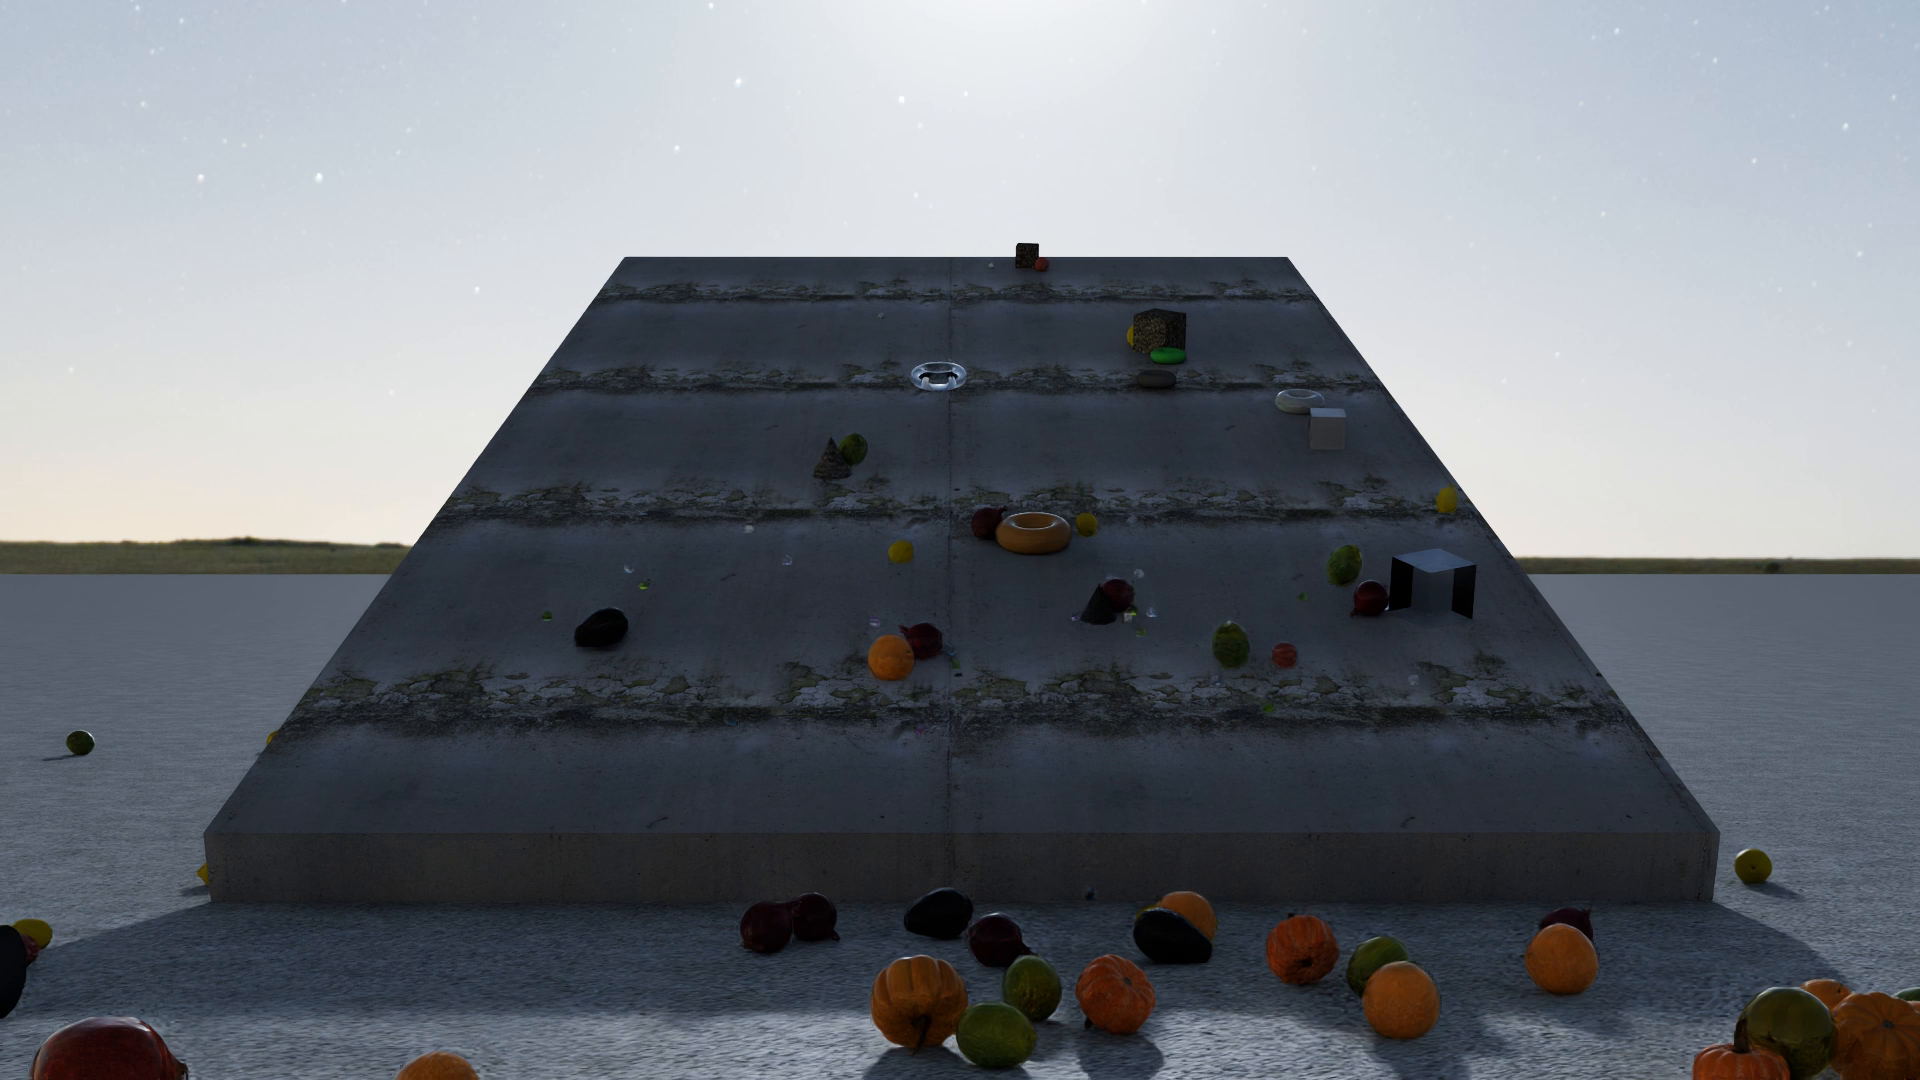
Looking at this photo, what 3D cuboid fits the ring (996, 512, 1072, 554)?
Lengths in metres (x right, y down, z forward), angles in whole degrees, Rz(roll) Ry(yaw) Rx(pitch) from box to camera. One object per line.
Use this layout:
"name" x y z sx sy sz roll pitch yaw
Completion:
"ring" 0.135 -0.012 4.095 0.142 0.047 0.142 -1 19 0

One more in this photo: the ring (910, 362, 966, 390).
"ring" -0.050 -0.382 5.231 0.134 0.045 0.134 -1 19 0

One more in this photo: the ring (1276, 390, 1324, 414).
"ring" 0.764 -0.310 5.027 0.111 0.037 0.111 1 19 0

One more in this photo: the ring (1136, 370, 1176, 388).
"ring" 0.460 -0.376 5.237 0.093 0.031 0.093 0 17 0

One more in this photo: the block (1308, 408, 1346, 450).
"block" 0.778 -0.236 4.742 0.071 0.071 0.071 2 18 5

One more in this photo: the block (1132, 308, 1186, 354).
"block" 0.496 -0.516 5.564 0.094 0.094 0.094 14 22 36

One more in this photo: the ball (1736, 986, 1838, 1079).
"ball" 0.697 0.417 1.885 0.080 0.080 0.080 0 -1 0

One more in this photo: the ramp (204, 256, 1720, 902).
"ramp" -0.004 -0.187 4.866 2.000 0.100 4.000 0 18 0

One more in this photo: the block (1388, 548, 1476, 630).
"block" 0.787 0.080 3.732 0.098 0.098 0.098 -9 20 -26

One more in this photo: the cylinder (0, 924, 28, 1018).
"cylinder" -0.988 0.426 2.209 0.091 0.091 0.091 -3 -1 9

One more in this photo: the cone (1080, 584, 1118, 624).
"cone" 0.231 0.101 3.723 0.062 0.062 0.062 0 18 0

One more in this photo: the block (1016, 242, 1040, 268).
"block" 0.198 -0.838 6.597 0.064 0.064 0.064 2 18 7

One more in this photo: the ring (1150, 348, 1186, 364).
"ring" 0.509 -0.450 5.466 0.087 0.029 0.087 1 17 0

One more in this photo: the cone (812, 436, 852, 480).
"cone" -0.260 -0.171 4.522 0.082 0.082 0.082 0 18 0
